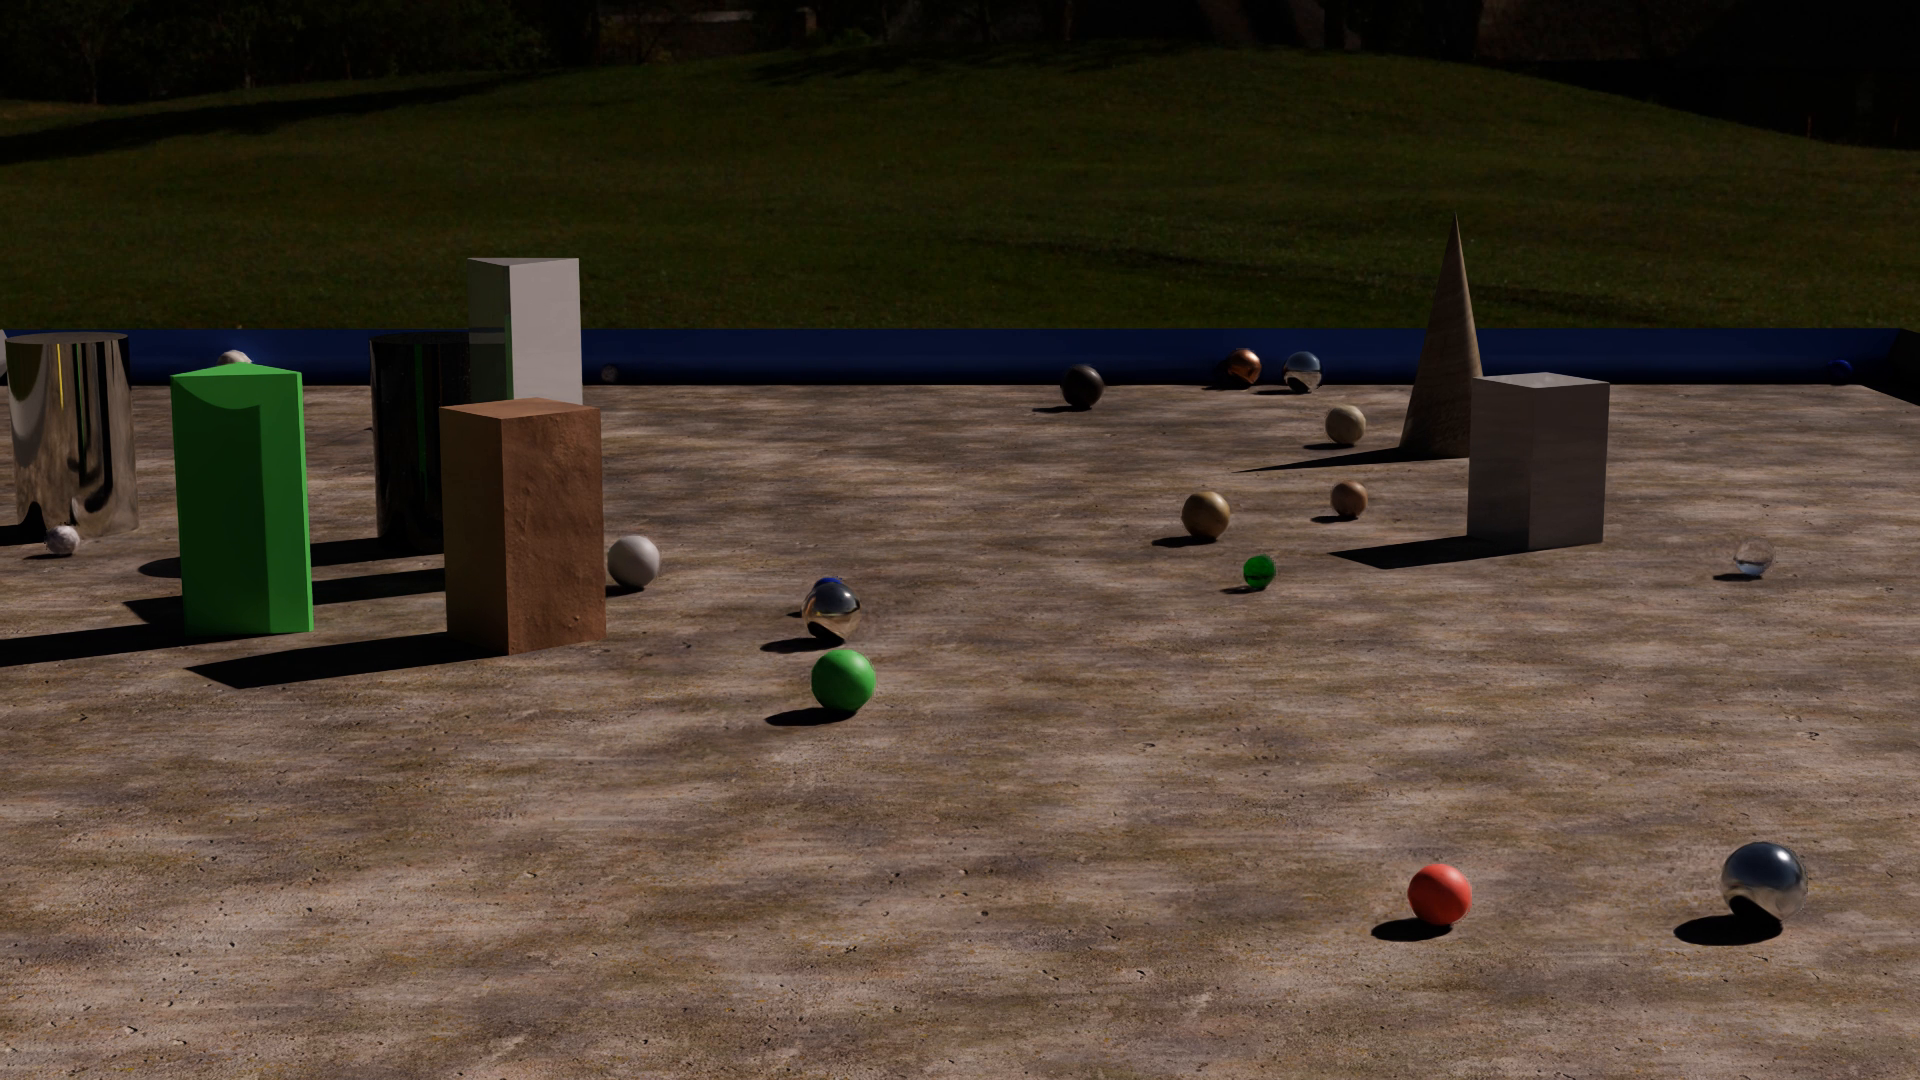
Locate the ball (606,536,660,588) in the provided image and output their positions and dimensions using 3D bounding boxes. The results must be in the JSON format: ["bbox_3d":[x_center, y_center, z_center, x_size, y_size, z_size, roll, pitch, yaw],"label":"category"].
[{"bbox_3d":[-0.454,0.030,3.572,0.074,0.074,0.074,0,11,0],"label":"ball"}]

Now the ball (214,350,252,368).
[{"bbox_3d":[-1.630,-0.384,5.760,0.083,0.083,0.083,0,11,0],"label":"ball"}]

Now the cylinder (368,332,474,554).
[{"bbox_3d":[-0.797,-0.150,3.887,0.181,0.313,0.181,0,11,0],"label":"cylinder"}]

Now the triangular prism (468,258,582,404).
[{"bbox_3d":[-0.644,-0.177,3.673,0.136,0.446,0.157,6,12,30],"label":"triangular prism"}]

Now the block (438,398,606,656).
[{"bbox_3d":[-0.553,-0.021,3.248,0.145,0.295,0.145,-10,14,-41],"label":"block"}]

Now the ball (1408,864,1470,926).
[{"bbox_3d":[0.408,0.302,2.185,0.052,0.052,0.052,0,11,0],"label":"ball"}]

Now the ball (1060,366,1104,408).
[{"bbox_3d":[0.258,-0.324,5.417,0.091,0.091,0.091,0,11,0],"label":"ball"}]

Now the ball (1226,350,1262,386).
[{"bbox_3d":[0.637,-0.388,5.768,0.081,0.081,0.081,0,11,0],"label":"ball"}]

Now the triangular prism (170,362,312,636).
[{"bbox_3d":[-0.927,-0.056,3.328,0.157,0.335,0.136,-2,11,-12],"label":"triangular prism"}]

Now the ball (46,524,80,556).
[{"bbox_3d":[-1.333,0.000,3.811,0.046,0.046,0.046,0,11,0],"label":"ball"}]

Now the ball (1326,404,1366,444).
[{"bbox_3d":[0.737,-0.220,4.903,0.077,0.077,0.077,0,11,0],"label":"ball"}]

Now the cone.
[{"bbox_3d":[0.917,-0.390,4.791,0.181,0.452,0.181,0,11,0],"label":"cone"}]

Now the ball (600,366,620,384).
[{"bbox_3d":[-0.795,-0.376,5.829,0.042,0.042,0.042,0,11,0],"label":"ball"}]

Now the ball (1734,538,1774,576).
[{"bbox_3d":[1.132,0.024,3.661,0.054,0.054,0.054,0,11,0],"label":"ball"}]

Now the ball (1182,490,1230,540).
[{"bbox_3d":[0.378,-0.038,3.937,0.075,0.075,0.075,0,11,0],"label":"ball"}]

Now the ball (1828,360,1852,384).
[{"bbox_3d":[1.999,-0.383,5.830,0.055,0.055,0.055,0,11,0],"label":"ball"}]

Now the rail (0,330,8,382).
[{"bbox_3d":[-2.146,0.033,3.438,0.045,0.118,4.926,0,11,0],"label":"rail"}]

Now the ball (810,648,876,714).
[{"bbox_3d":[-0.132,0.159,2.892,0.072,0.072,0.072,0,11,0],"label":"ball"}]

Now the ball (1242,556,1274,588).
[{"bbox_3d":[0.416,0.045,3.576,0.045,0.045,0.045,0,11,0],"label":"ball"}]

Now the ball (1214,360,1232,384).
[{"bbox_3d":[0.603,-0.381,5.825,0.053,0.053,0.053,0,11,0],"label":"ball"}]

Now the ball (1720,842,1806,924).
[{"bbox_3d":[0.684,0.292,2.187,0.070,0.070,0.070,0,11,0],"label":"ball"}]

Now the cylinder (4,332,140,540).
[{"bbox_3d":[-1.383,-0.165,4.000,0.181,0.301,0.181,0,11,0],"label":"cylinder"}]

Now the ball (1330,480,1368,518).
[{"bbox_3d":[0.627,-0.066,4.126,0.059,0.059,0.059,0,11,0],"label":"ball"}]

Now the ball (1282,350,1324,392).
[{"bbox_3d":[0.760,-0.374,5.687,0.090,0.090,0.090,0,11,0],"label":"ball"}]

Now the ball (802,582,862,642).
[{"bbox_3d":[-0.162,0.091,3.245,0.076,0.076,0.076,0,11,0],"label":"ball"}]

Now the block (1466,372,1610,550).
[{"bbox_3d":[0.883,-0.122,3.922,0.145,0.246,0.145,-6,12,-27],"label":"block"}]

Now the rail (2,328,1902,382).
[{"bbox_3d":[-0.014,-0.419,5.847,4.339,0.118,0.045,0,11,0],"label":"rail"}]

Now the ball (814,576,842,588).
[{"bbox_3d":[-0.175,0.072,3.425,0.046,0.046,0.046,0,11,0],"label":"ball"}]

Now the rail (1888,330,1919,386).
[{"bbox_3d":[2.146,0.028,3.462,0.045,0.118,4.926,0,11,0],"label":"rail"}]
